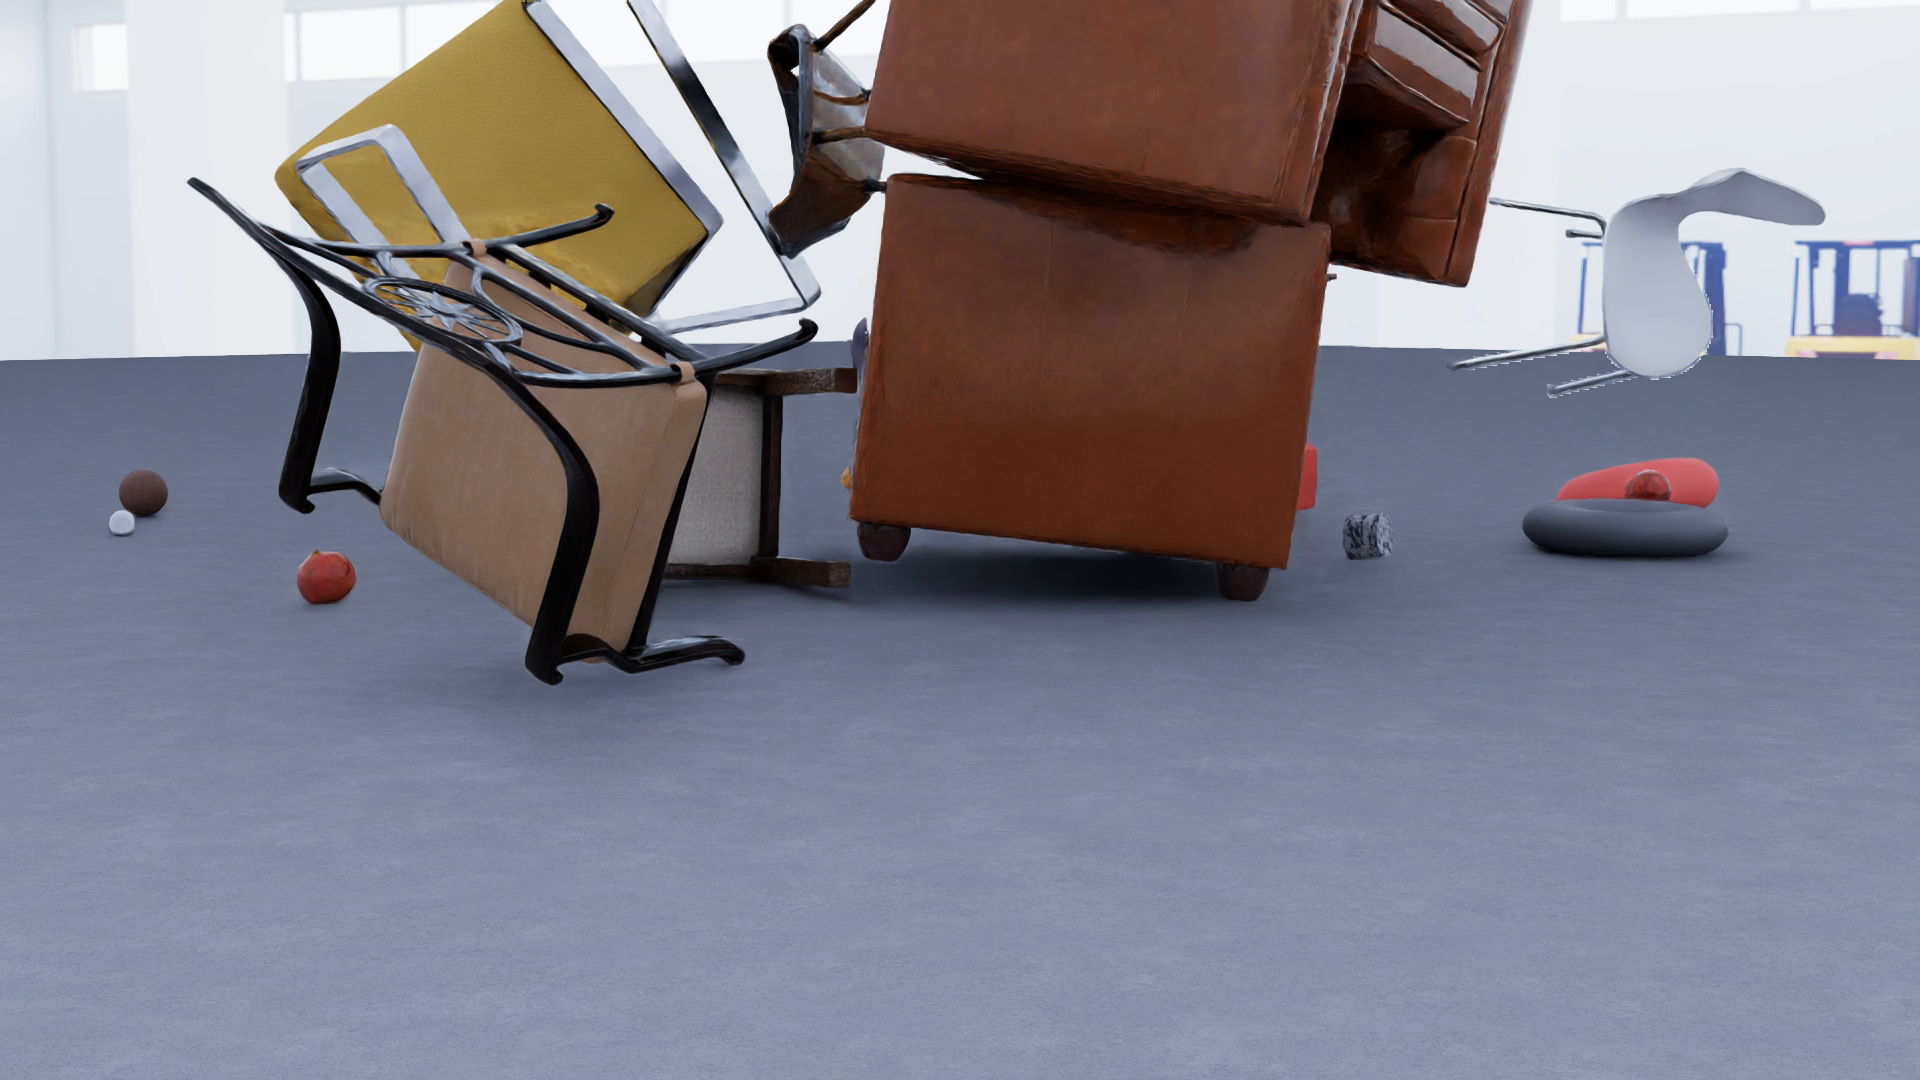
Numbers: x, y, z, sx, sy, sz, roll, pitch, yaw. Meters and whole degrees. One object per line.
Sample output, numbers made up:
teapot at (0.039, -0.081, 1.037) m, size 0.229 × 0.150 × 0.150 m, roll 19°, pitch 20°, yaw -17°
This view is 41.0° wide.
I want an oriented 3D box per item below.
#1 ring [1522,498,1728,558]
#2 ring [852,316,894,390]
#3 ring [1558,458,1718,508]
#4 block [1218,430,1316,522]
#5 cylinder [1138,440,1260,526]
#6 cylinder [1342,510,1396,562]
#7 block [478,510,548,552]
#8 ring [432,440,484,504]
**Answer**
ring at (1.598, -0.030, 6.175) m, size 0.483 × 0.108 × 0.452 m, roll 4°, pitch 8°, yaw 28°
ring at (-0.261, -0.556, 7.644) m, size 0.115 × 0.223 × 0.095 m, roll -6°, pitch -1°, yaw 31°
ring at (1.778, -0.121, 6.739) m, size 0.426 × 0.136 × 0.300 m, roll -9°, pitch -9°, yaw 0°
block at (0.830, -0.176, 6.953) m, size 0.224 × 0.173 × 0.150 m, roll -10°, pitch 26°, yaw -16°
cylinder at (0.628, -0.151, 6.748) m, size 0.294 × 0.159 × 0.244 m, roll -15°, pitch 2°, yaw 11°
cylinder at (0.929, -0.008, 5.839) m, size 0.083 × 0.101 × 0.087 m, roll 27°, pitch -32°, yaw -29°
block at (-1.083, -0.021, 6.212) m, size 0.135 × 0.084 × 0.111 m, roll 6°, pitch 8°, yaw 43°
ring at (-1.451, -0.194, 7.417) m, size 0.147 × 0.192 × 0.060 m, roll 14°, pitch -14°, yaw -9°
